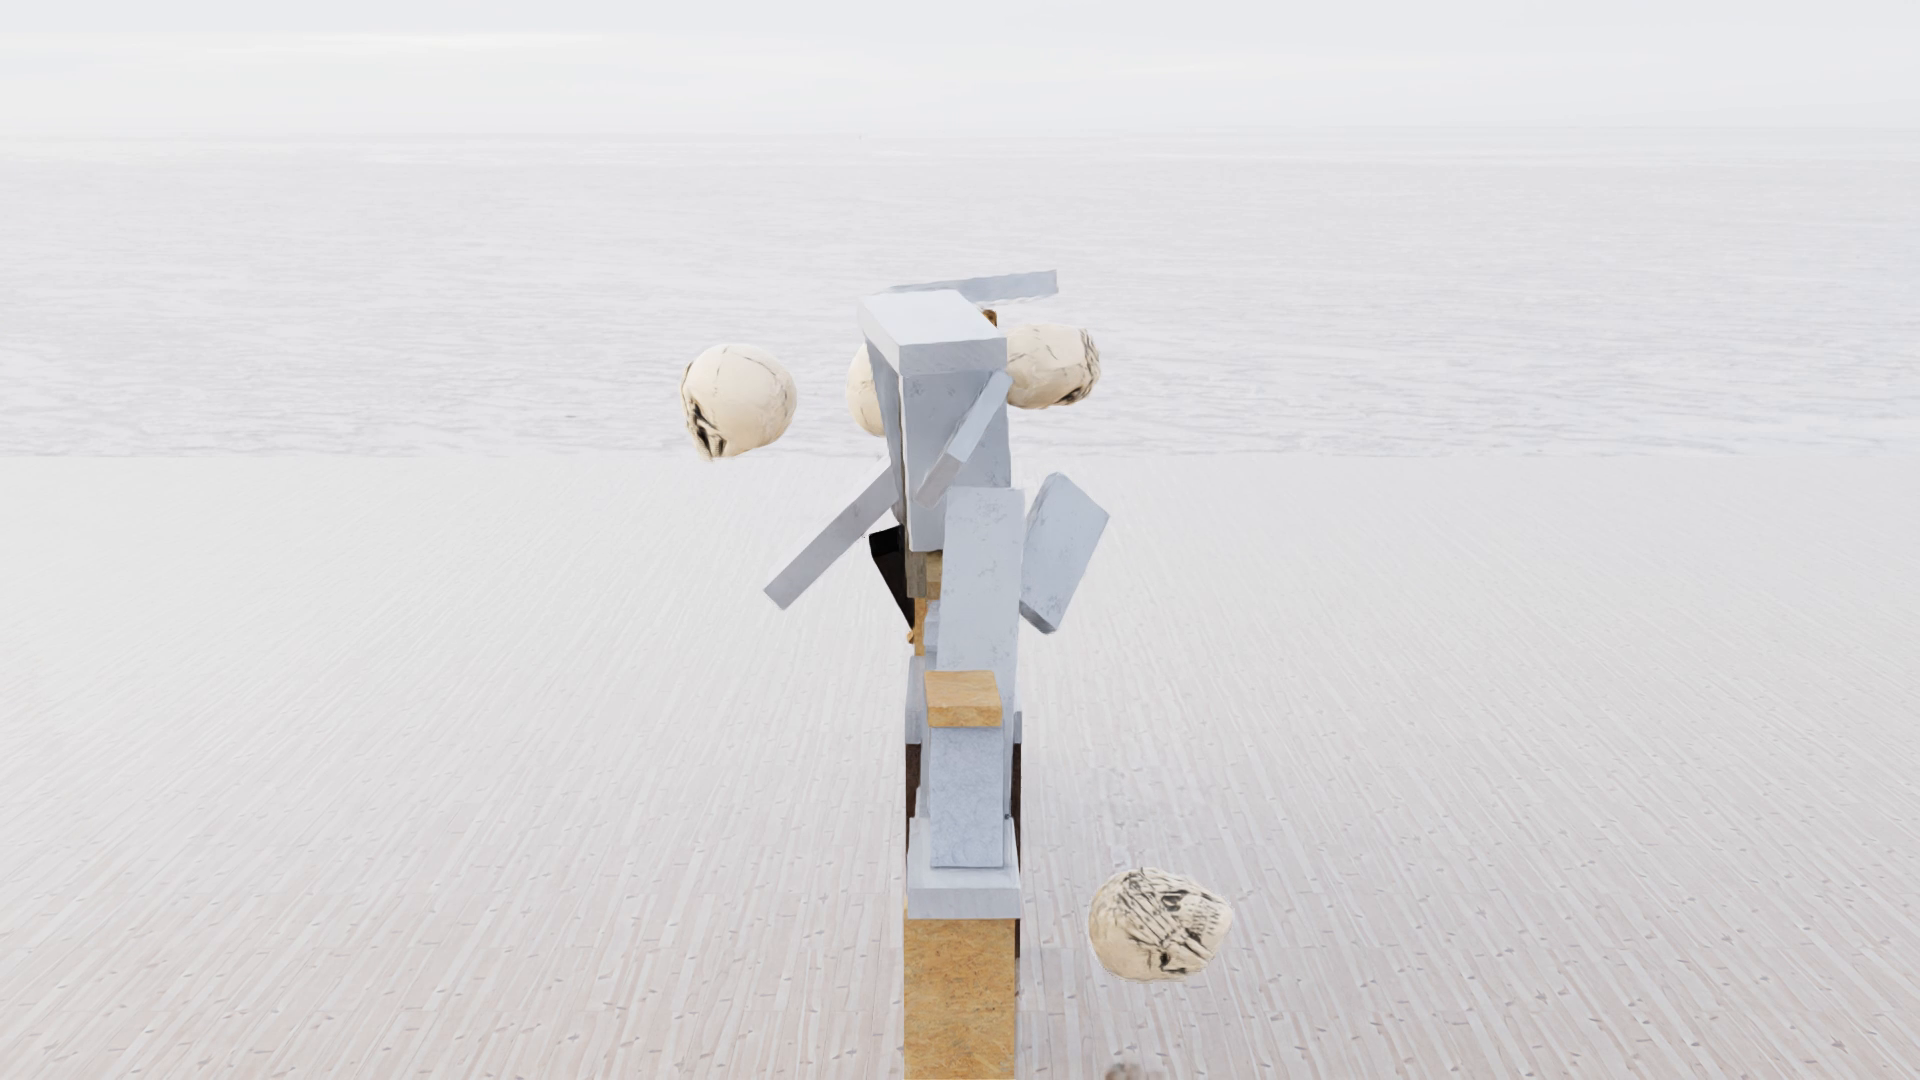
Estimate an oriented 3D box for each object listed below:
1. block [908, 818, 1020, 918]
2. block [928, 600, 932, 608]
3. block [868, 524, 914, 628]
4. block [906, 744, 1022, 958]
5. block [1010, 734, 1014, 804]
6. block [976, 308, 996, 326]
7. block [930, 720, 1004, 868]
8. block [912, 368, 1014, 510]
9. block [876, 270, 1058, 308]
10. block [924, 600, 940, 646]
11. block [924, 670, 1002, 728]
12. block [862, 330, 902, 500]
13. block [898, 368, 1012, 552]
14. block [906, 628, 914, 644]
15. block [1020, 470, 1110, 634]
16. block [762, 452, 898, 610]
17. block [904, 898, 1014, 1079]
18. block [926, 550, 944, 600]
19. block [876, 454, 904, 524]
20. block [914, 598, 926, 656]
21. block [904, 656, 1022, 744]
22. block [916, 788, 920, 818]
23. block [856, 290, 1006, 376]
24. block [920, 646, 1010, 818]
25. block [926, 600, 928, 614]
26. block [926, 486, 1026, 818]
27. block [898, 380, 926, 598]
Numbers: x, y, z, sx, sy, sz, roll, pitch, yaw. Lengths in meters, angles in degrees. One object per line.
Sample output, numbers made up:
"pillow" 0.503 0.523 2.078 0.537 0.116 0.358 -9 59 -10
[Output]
"block" 0.004 0.427 2.882 0.141 0.040 0.283 0 11 -1
"block" 0.002 0.142 3.370 0.102 0.203 0.029 1 -19 2
"block" -0.026 0.080 3.981 0.180 0.051 0.360 -17 -35 6
"block" 0.005 0.466 3.378 0.175 0.350 0.050 0 11 0
"block" 0.016 0.265 3.253 0.126 0.252 0.036 1 -30 0
"block" -0.011 -0.235 3.630 0.141 0.282 0.040 -11 21 -34
"block" 0.010 0.323 2.816 0.093 0.186 0.026 1 3 3
"block" 0.006 -0.147 3.193 0.031 0.111 0.221 33 42 -3
"block" 0.006 -0.406 3.642 0.282 0.040 0.141 -8 2 -17
"block" 0.018 0.117 3.235 0.126 0.036 0.252 1 7 3
"block" 0.002 0.205 2.863 0.093 0.026 0.186 0 11 -2
"block" -0.057 -0.217 3.518 0.141 0.282 0.040 -12 4 3
"block" -0.006 -0.144 3.335 0.157 0.313 0.044 -4 4 -8
"block" -0.052 0.157 4.025 0.050 0.101 0.014 10 49 -29
"block" 0.135 0.017 3.240 0.031 0.111 0.221 -22 33 50
"block" -0.189 -0.039 3.779 0.360 0.051 0.180 -44 9 6
"block" -0.001 0.601 2.834 0.141 0.283 0.040 0 13 0
"block" 0.001 0.036 3.344 0.102 0.029 0.203 -1 22 0
"block" -0.017 -0.038 4.127 0.180 0.051 0.475 2 -21 13
"block" 0.000 0.112 3.609 0.148 0.297 0.042 0 26 0
"block" 0.005 0.248 3.456 0.175 0.050 0.350 0 11 0
"block" -0.002 0.410 3.164 0.125 0.035 0.250 0 10 0
"block" -0.046 -0.311 3.264 0.157 0.044 0.313 -5 20 -12
"block" 0.010 0.274 3.125 0.126 0.252 0.036 1 -14 1
"block" 0.000 0.122 3.441 0.102 0.203 0.029 1 8 3
"block" 0.025 0.152 3.078 0.111 0.472 0.031 2 -19 3
"block" -0.012 -0.118 3.433 0.157 0.416 0.044 -2 15 1
